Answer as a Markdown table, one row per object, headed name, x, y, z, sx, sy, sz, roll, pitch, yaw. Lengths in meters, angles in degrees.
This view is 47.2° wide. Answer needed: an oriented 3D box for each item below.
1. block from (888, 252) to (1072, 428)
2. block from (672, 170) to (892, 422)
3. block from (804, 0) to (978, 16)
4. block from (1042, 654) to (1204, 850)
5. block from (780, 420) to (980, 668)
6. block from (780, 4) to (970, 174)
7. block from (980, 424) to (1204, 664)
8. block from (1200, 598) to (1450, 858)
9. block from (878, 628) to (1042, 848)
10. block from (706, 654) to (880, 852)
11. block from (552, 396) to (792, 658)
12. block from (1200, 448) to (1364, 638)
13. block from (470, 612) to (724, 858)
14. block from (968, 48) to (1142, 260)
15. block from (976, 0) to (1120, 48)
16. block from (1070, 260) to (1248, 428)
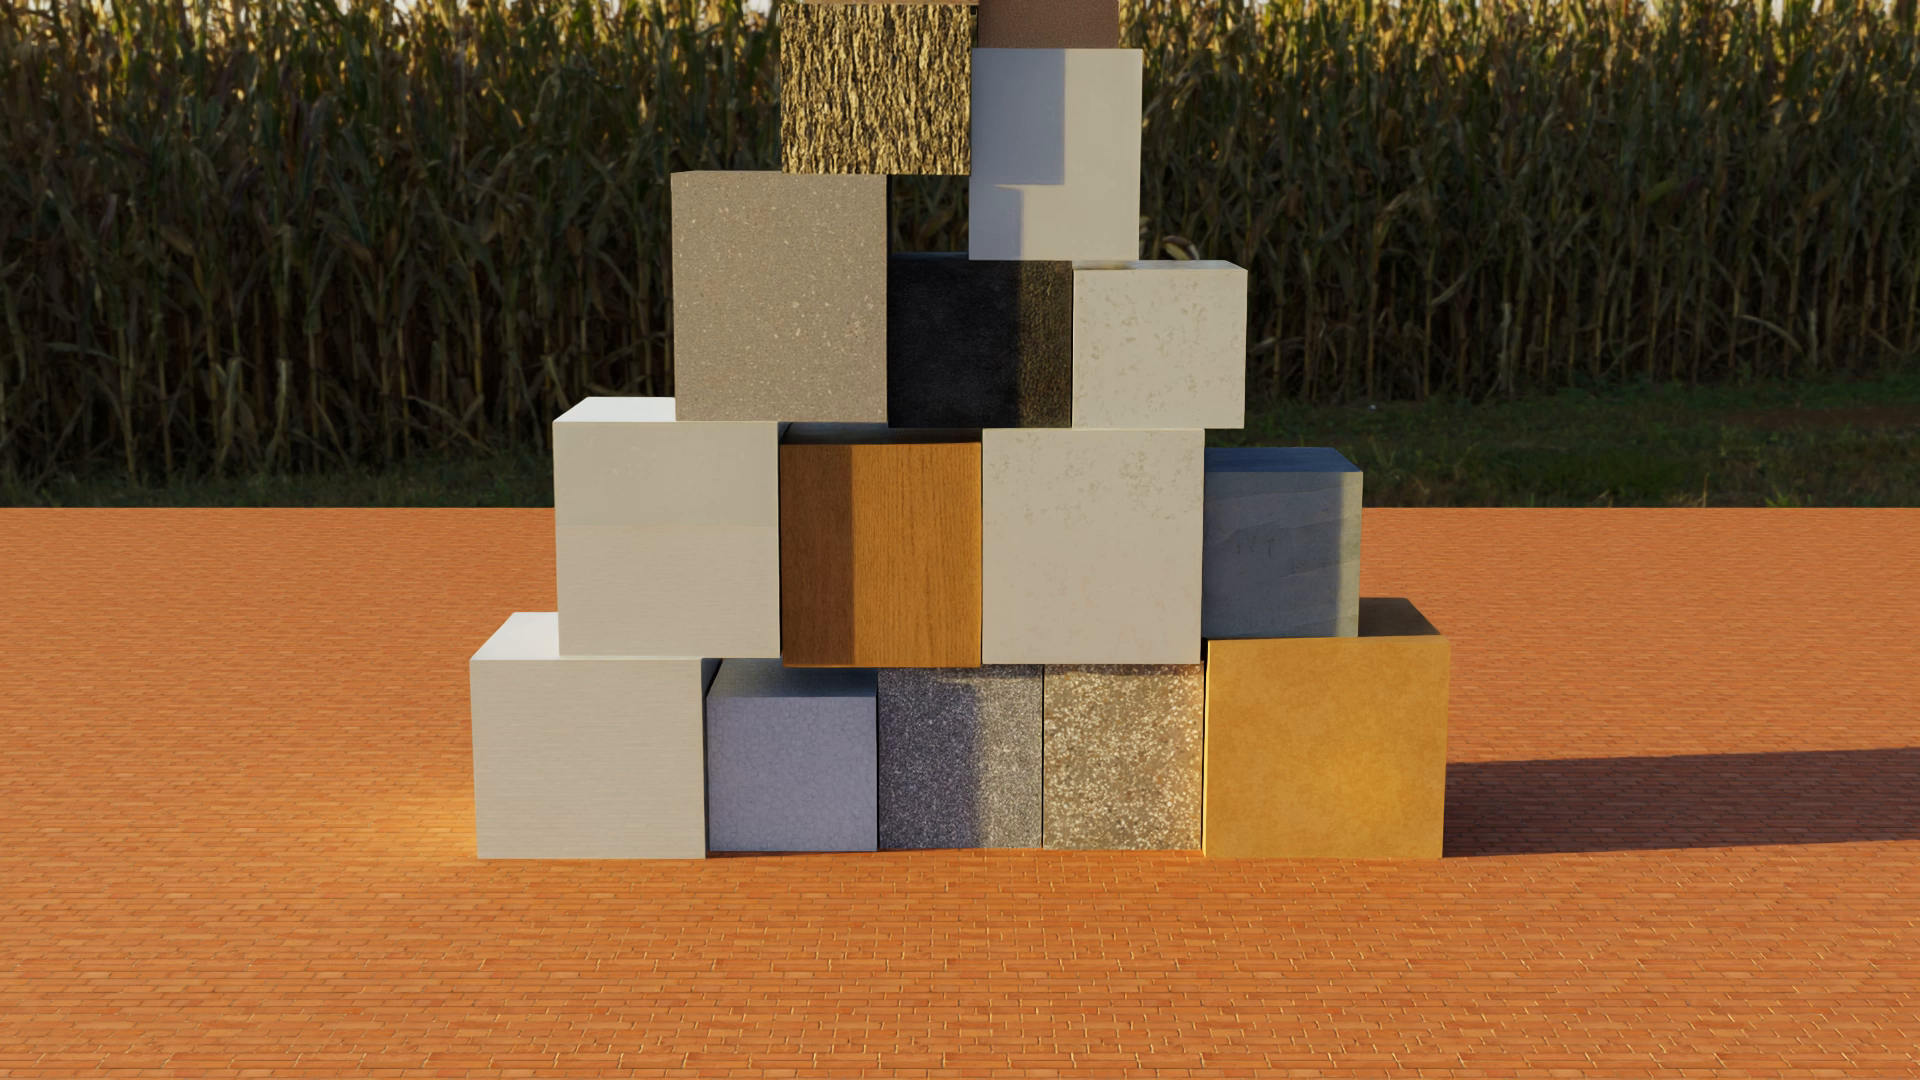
| name | x | y | z | sx | sy | sz | roll | pitch | yaw |
| --- | --- | --- | --- | --- | --- | --- | --- | --- | --- |
| block | 0.093 | -1.016 | 11.008 | 0.884 | 0.806 | 0.848 | 0 | 10 | 0 |
| block | -0.858 | -1.234 | 10.943 | 1.016 | 1.177 | 0.950 | 0 | 10 | 0 |
| block | -0.320 | -2.972 | 10.621 | 0.815 | 0.802 | 0.809 | 0 | 10 | 0 |
| block | 0.812 | 0.996 | 11.368 | 0.788 | 0.974 | 0.872 | 0 | 10 | 0 |
| block | -0.385 | 0.000 | 11.168 | 0.973 | 1.103 | 0.935 | 0 | 10 | 0 |
| block | -0.397 | -2.195 | 10.768 | 0.887 | 0.781 | 0.903 | 0 | 10 | 0 |
| block | 0.644 | -0.046 | 11.154 | 1.065 | 1.154 | 0.972 | 0 | 10 | 0 |
| block | 1.802 | 0.942 | 11.339 | 1.174 | 1.090 | 1.091 | 0 | 10 | 0 |
| block | 0.002 | 1.007 | 11.371 | 0.813 | 0.951 | 0.836 | 0 | 10 | 0 |
| block | -0.833 | 1.085 | 11.383 | 0.837 | 0.793 | 0.920 | 0 | 10 | 0 |
| block | -1.418 | -0.086 | 11.150 | 1.079 | 1.160 | 1.019 | 0 | 10 | 0 |
| block | 1.573 | -0.004 | 11.196 | 0.773 | 0.822 | 0.877 | 0 | 10 | 0 |
| block | -1.825 | 0.983 | 11.339 | 1.128 | 1.009 | 1.103 | 0 | 10 | 0 |
| block | 0.451 | -1.896 | 10.828 | 0.812 | 0.989 | 0.805 | 0 | 10 | 0 |
| block | 0.419 | -2.715 | 10.693 | 0.665 | 0.669 | 0.677 | 0 | 10 | 0 |
| block | 0.960 | -0.995 | 11.016 | 0.830 | 0.761 | 0.890 | 0 | 10 | 0 |
